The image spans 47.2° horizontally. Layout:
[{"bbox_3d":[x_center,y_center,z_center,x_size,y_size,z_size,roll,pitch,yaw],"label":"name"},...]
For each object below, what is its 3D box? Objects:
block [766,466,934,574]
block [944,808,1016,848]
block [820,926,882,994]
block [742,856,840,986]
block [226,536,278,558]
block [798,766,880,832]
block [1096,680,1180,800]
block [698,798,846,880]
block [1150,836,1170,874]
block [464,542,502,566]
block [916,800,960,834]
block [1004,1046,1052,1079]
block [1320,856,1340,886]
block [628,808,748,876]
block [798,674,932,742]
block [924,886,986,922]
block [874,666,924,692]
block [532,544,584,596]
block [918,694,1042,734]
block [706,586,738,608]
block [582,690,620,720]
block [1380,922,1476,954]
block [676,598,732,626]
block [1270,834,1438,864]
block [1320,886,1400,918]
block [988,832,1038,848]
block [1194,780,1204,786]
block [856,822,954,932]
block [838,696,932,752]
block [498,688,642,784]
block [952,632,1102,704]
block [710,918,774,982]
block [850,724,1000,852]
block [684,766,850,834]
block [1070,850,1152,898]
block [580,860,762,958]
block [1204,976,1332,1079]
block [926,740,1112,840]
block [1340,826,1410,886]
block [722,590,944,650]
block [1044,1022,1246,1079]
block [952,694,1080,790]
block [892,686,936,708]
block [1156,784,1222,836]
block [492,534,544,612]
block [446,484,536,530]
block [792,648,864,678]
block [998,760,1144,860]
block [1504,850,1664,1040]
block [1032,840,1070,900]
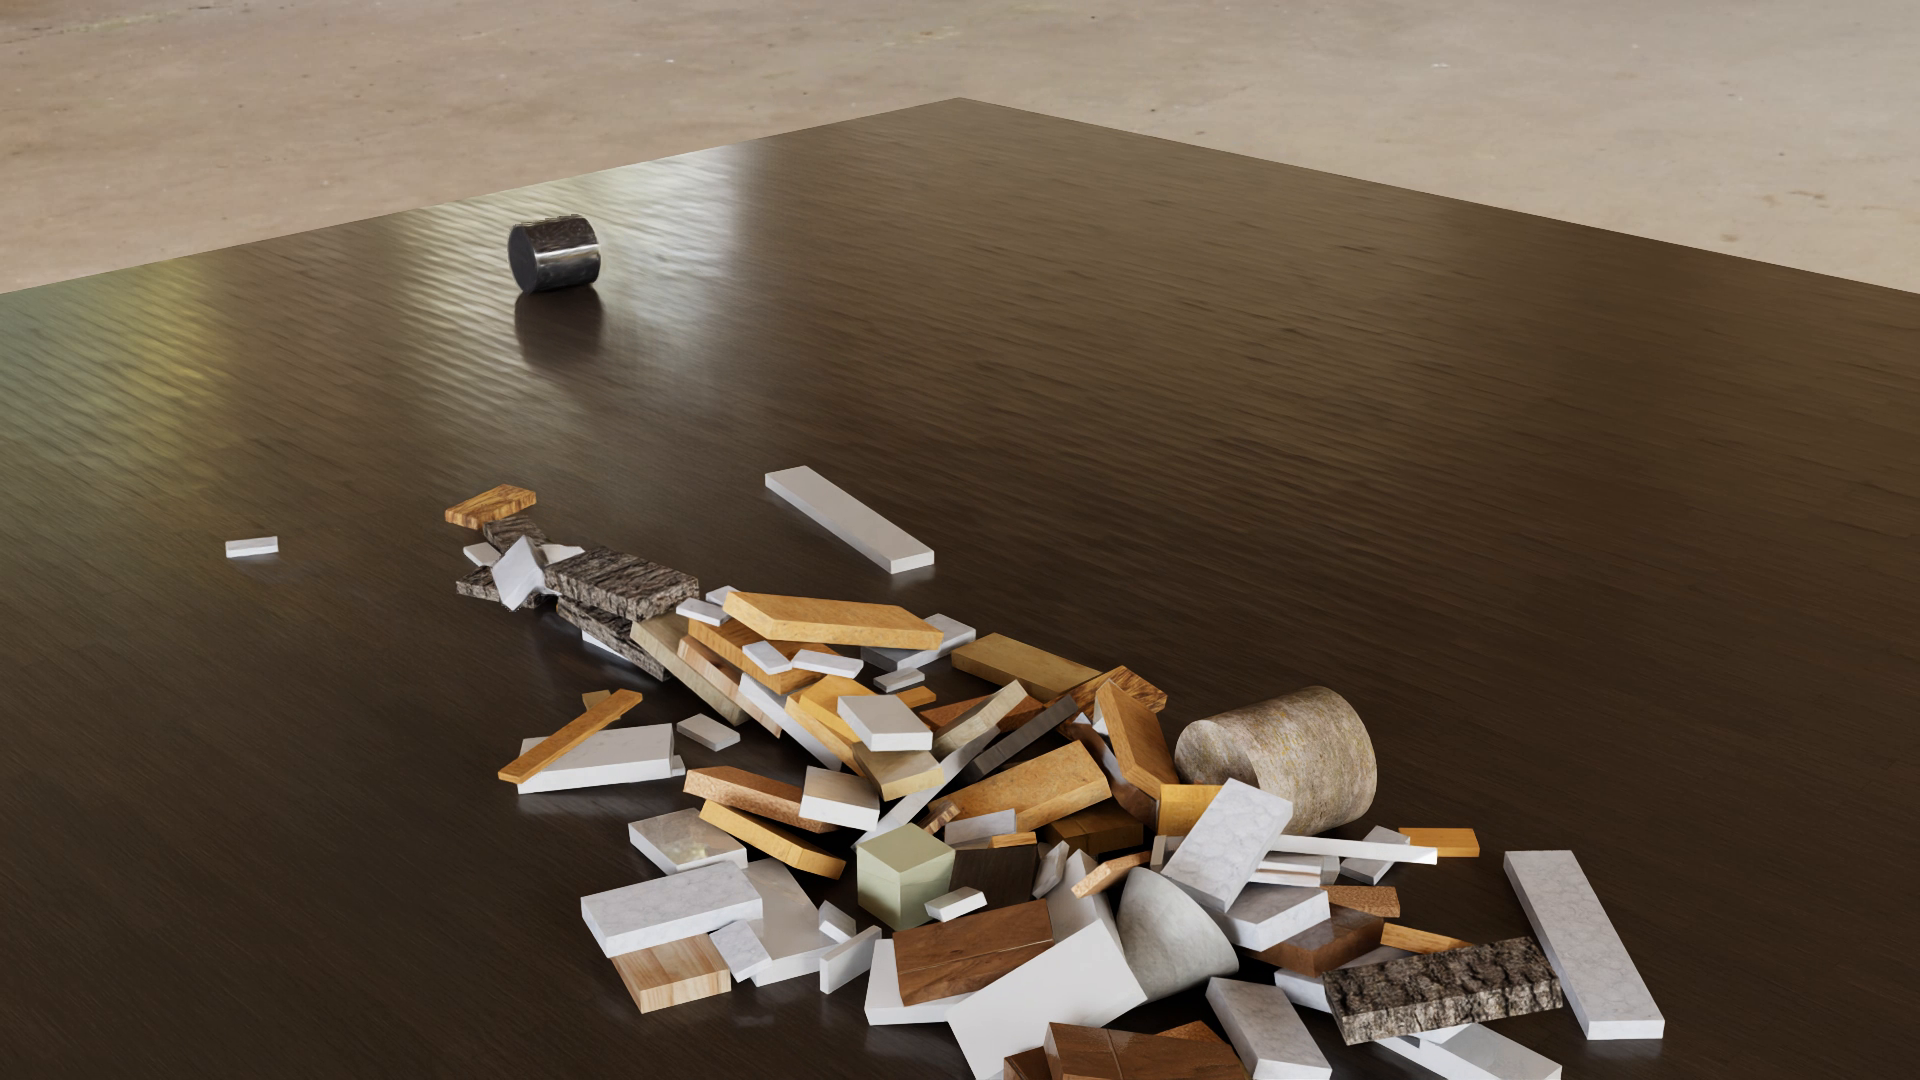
[{"bbox_3d":[-0.304,-0.062,5.860,0.126,0.036,0.709,-13,26,-28],"label":"block"},{"bbox_3d":[0.040,0.560,4.238,0.139,0.020,0.069,-13,29,9],"label":"block"},{"bbox_3d":[-0.194,0.746,3.914,0.020,0.069,0.138,20,30,37],"label":"block"},{"bbox_3d":[-0.355,0.699,4.055,0.164,0.047,0.328,-10,25,-23],"label":"block"},{"bbox_3d":[-1.834,0.017,5.697,0.127,0.018,0.063,-7,24,-16],"label":"block"},{"bbox_3d":[-0.236,0.507,4.325,0.148,0.042,0.341,12,3,-3],"label":"block"},{"bbox_3d":[0.358,0.407,4.389,0.134,0.038,0.301,35,19,-23],"label":"block"},{"bbox_3d":[-0.364,0.579,4.255,0.274,0.039,0.137,20,-5,39],"label":"block"},{"bbox_3d":[0.366,0.599,4.002,0.021,0.076,0.151,-7,11,10],"label":"block"},{"bbox_3d":[-1.219,0.041,5.642,0.063,0.018,0.127,-15,27,-31],"label":"block"},{"bbox_3d":[-0.067,0.563,4.295,0.139,0.020,0.069,-39,9,-11],"label":"block"},{"bbox_3d":[0.205,0.897,3.462,0.153,0.043,0.307,-10,25,-23],"label":"block"},{"bbox_3d":[0.604,0.628,4.153,0.210,0.105,0.030,0,63,0],"label":"block"},{"bbox_3d":[-0.528,0.590,4.255,0.139,0.039,0.278,-11,15,-25],"label":"block"},{"bbox_3d":[-0.199,0.371,4.595,0.250,0.035,0.125,30,36,19],"label":"block"},{"bbox_3d":[-0.009,0.646,3.902,0.082,0.023,0.164,-21,-1,-12],"label":"block"},{"bbox_3d":[-0.139,0.316,4.996,0.105,0.015,0.053,-16,28,-34],"label":"block"},{"bbox_3d":[-0.985,0.070,5.294,0.239,0.034,0.120,3,55,57],"label":"block"},{"bbox_3d":[0.051,0.385,4.786,0.251,0.036,0.126,-12,21,-30],"label":"block"},{"bbox_3d":[-0.496,0.143,4.887,0.133,0.019,0.067,26,33,36],"label":"block"},{"bbox_3d":[-0.795,0.369,4.871,0.059,0.017,0.118,-8,24,-19],"label":"block"},{"bbox_3d":[0.861,0.716,3.824,0.131,0.037,0.263,6,-12,45],"label":"block"},{"bbox_3d":[-0.563,0.159,4.846,0.111,0.016,0.055,16,28,21],"label":"block"},{"bbox_3d":[0.658,0.567,4.079,0.436,0.030,0.105,6,-7,-9],"label":"block"},{"bbox_3d":[0.748,0.679,4.135,0.146,0.021,0.073,1,23,2],"label":"block"},{"bbox_3d":[0.091,0.598,4.170,0.082,0.164,0.023,-5,62,-11],"label":"block"},{"bbox_3d":[0.463,0.535,4.288,0.017,0.121,0.061,2,20,12],"label":"block"},{"bbox_3d":[-0.101,0.630,4.109,0.130,0.130,0.130,-18,29,-36],"label":"block"},{"bbox_3d":[-0.154,0.370,4.461,0.125,0.035,0.250,0,13,-19],"label":"block"},{"bbox_3d":[-0.817,0.411,4.636,0.059,0.017,0.397,9,27,30],"label":"block"},{"bbox_3d":[0.150,0.294,4.989,0.139,0.039,0.347,-21,27,-39],"label":"block"},{"bbox_3d":[-0.389,0.728,3.907,0.069,0.020,0.138,-24,30,-16],"label":"block"},{"bbox_3d":[-0.065,0.497,4.425,0.039,0.137,0.434,48,34,3],"label":"block"},{"bbox_3d":[-0.376,0.517,4.396,0.314,0.044,0.157,14,3,24],"label":"block"},{"bbox_3d":[0.280,0.596,3.930,0.021,0.076,0.351,52,12,15],"label":"block"},{"bbox_3d":[-0.525,0.670,4.009,0.295,0.042,0.148,-11,25,-24],"label":"block"},{"bbox_3d":[0.515,0.825,3.693,0.131,0.037,0.263,11,16,-15],"label":"block"},{"bbox_3d":[0.115,0.515,4.356,0.335,0.047,0.167,-22,25,-7],"label":"block"},{"bbox_3d":[0.805,0.611,4.266,0.073,0.021,0.146,17,37,34],"label":"block"},{"bbox_3d":[-0.275,0.183,4.911,0.157,0.044,0.548,29,14,39],"label":"block"},{"bbox_3d":[0.296,0.843,3.493,0.307,0.043,0.153,9,17,-10],"label":"block"},{"bbox_3d":[0.112,0.416,4.490,0.268,0.038,0.134,-32,-8,-30],"label":"block"},{"bbox_3d":[-0.112,0.355,4.906,0.105,0.015,0.053,-14,27,-30],"label":"block"},{"bbox_3d":[0.439,0.545,4.169,0.129,0.257,0.036,1,54,2],"label":"block"},{"bbox_3d":[-1.072,0.078,5.336,0.120,0.034,0.239,-47,26,1],"label":"block"},{"bbox_3d":[-1.265,-0.090,5.933,0.113,0.032,0.227,14,27,30],"label":"block"},{"bbox_3d":[-0.282,0.263,4.678,0.143,0.016,0.055,9,26,15],"label":"block"},{"bbox_3d":[0.218,0.531,4.421,0.167,0.047,0.349,-8,21,-19],"label":"block"},{"bbox_3d":[1.126,0.726,4.002,0.129,0.036,0.556,-1,23,-2],"label":"block"},{"bbox_3d":[0.166,0.604,4.027,0.017,0.060,0.121,42,24,-8],"label":"block"}]
